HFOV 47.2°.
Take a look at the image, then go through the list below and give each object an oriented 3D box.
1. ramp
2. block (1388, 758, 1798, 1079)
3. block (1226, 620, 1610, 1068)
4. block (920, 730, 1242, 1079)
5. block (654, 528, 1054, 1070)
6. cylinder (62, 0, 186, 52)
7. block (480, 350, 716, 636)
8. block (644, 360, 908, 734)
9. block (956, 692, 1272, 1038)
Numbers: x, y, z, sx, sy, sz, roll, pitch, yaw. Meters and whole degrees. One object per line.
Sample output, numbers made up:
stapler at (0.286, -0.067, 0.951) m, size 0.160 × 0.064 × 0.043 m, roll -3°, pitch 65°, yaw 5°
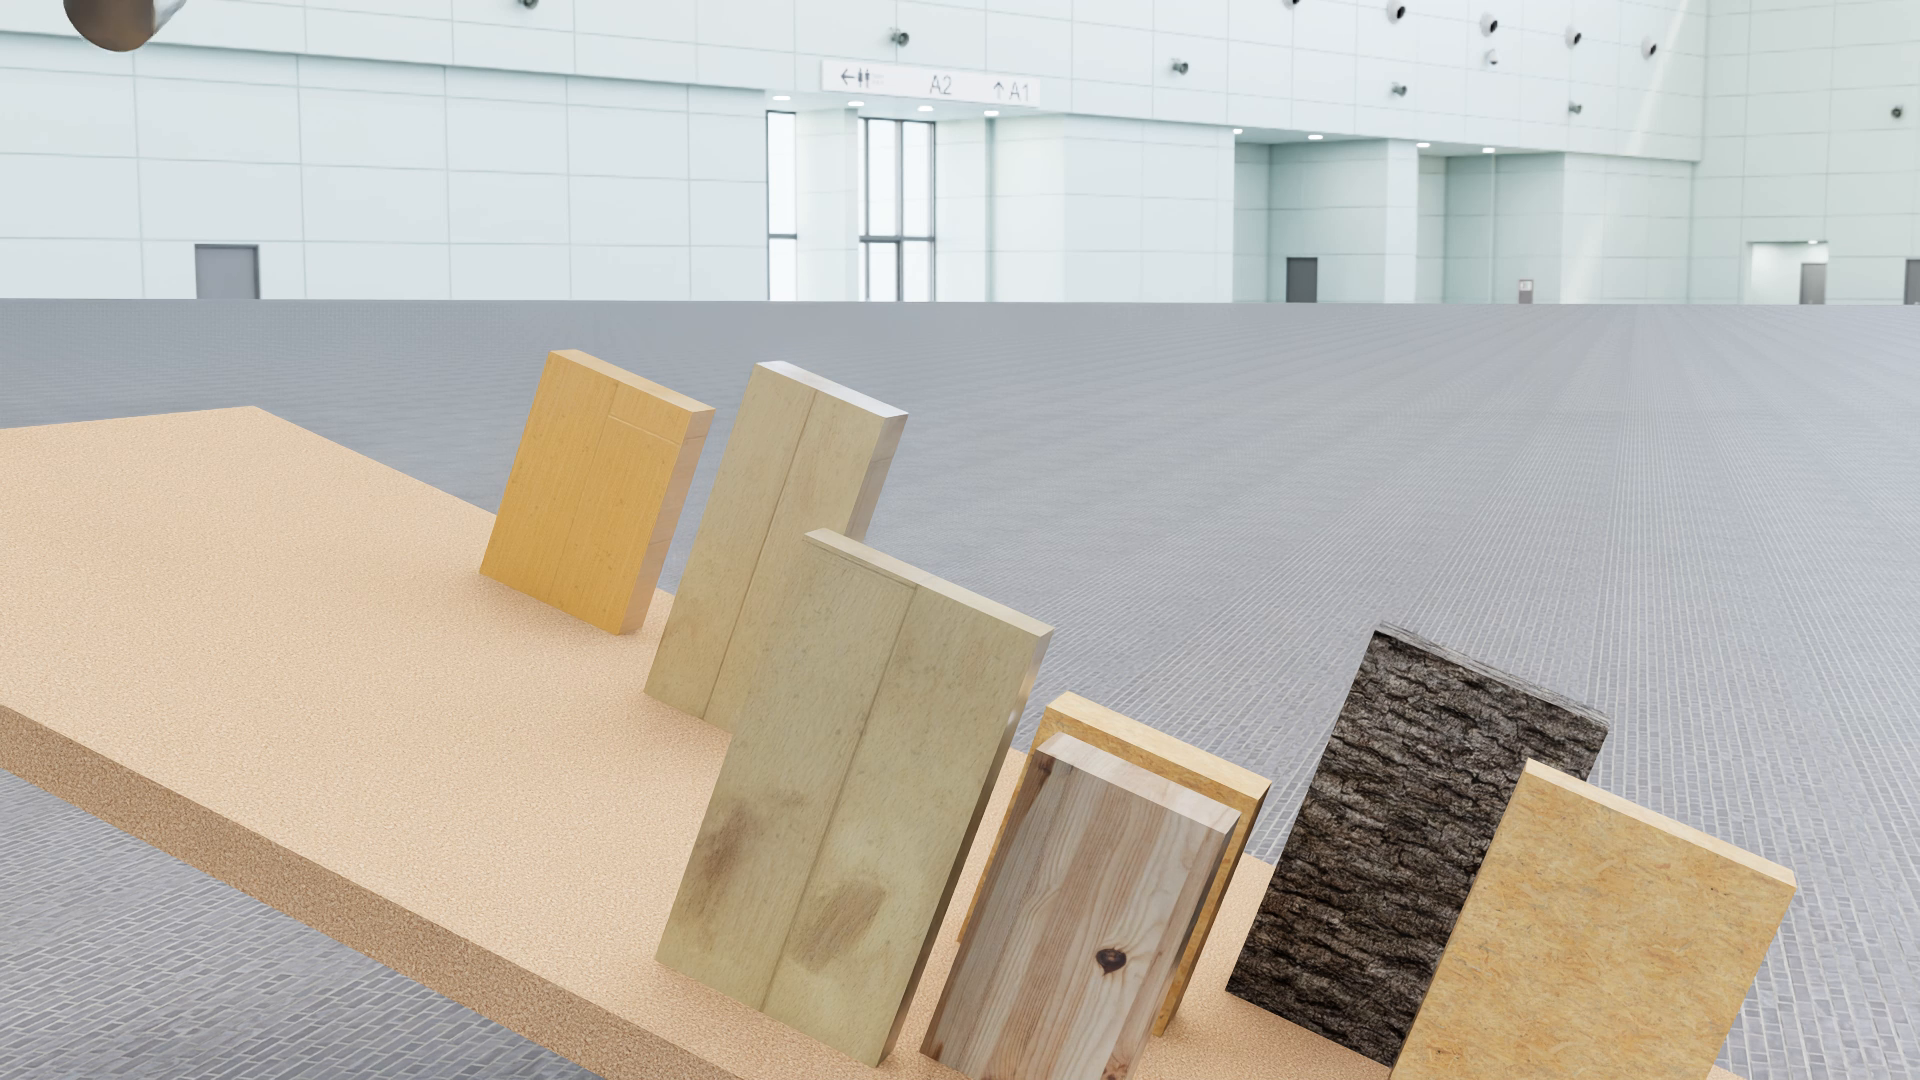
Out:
ramp at (-0.324, 0.585, 4.205) m, size 4.000 × 0.100 × 2.000 m, roll 23°, pitch 13°, yaw 13°
block at (0.937, 0.770, 3.427) m, size 0.422 × 0.748 × 0.100 m, roll 23°, pitch 13°, yaw 13°
block at (0.840, 0.584, 4.067) m, size 0.442 × 0.749 × 0.119 m, roll 23°, pitch 13°, yaw 13°
block at (0.186, 0.612, 3.423) m, size 0.313 × 0.531 × 0.140 m, roll 23°, pitch 13°, yaw 13°
block at (-0.168, 0.393, 3.352) m, size 0.390 × 0.725 × 0.087 m, roll 23°, pitch 13°, yaw 13°
cylinder at (-1.600, -1.059, 4.229) m, size 0.179 × 0.179 × 0.179 m, roll 1°, pitch 35°, yaw 6°
block at (-0.813, -0.109, 4.920) m, size 0.364 × 0.535 × 0.128 m, roll 23°, pitch 13°, yaw 13°
block at (-0.383, 0.029, 4.542) m, size 0.296 × 0.735 × 0.149 m, roll 23°, pitch 13°, yaw 13°
block at (0.271, 0.569, 3.894) m, size 0.398 × 0.465 × 0.149 m, roll 23°, pitch 13°, yaw 13°
